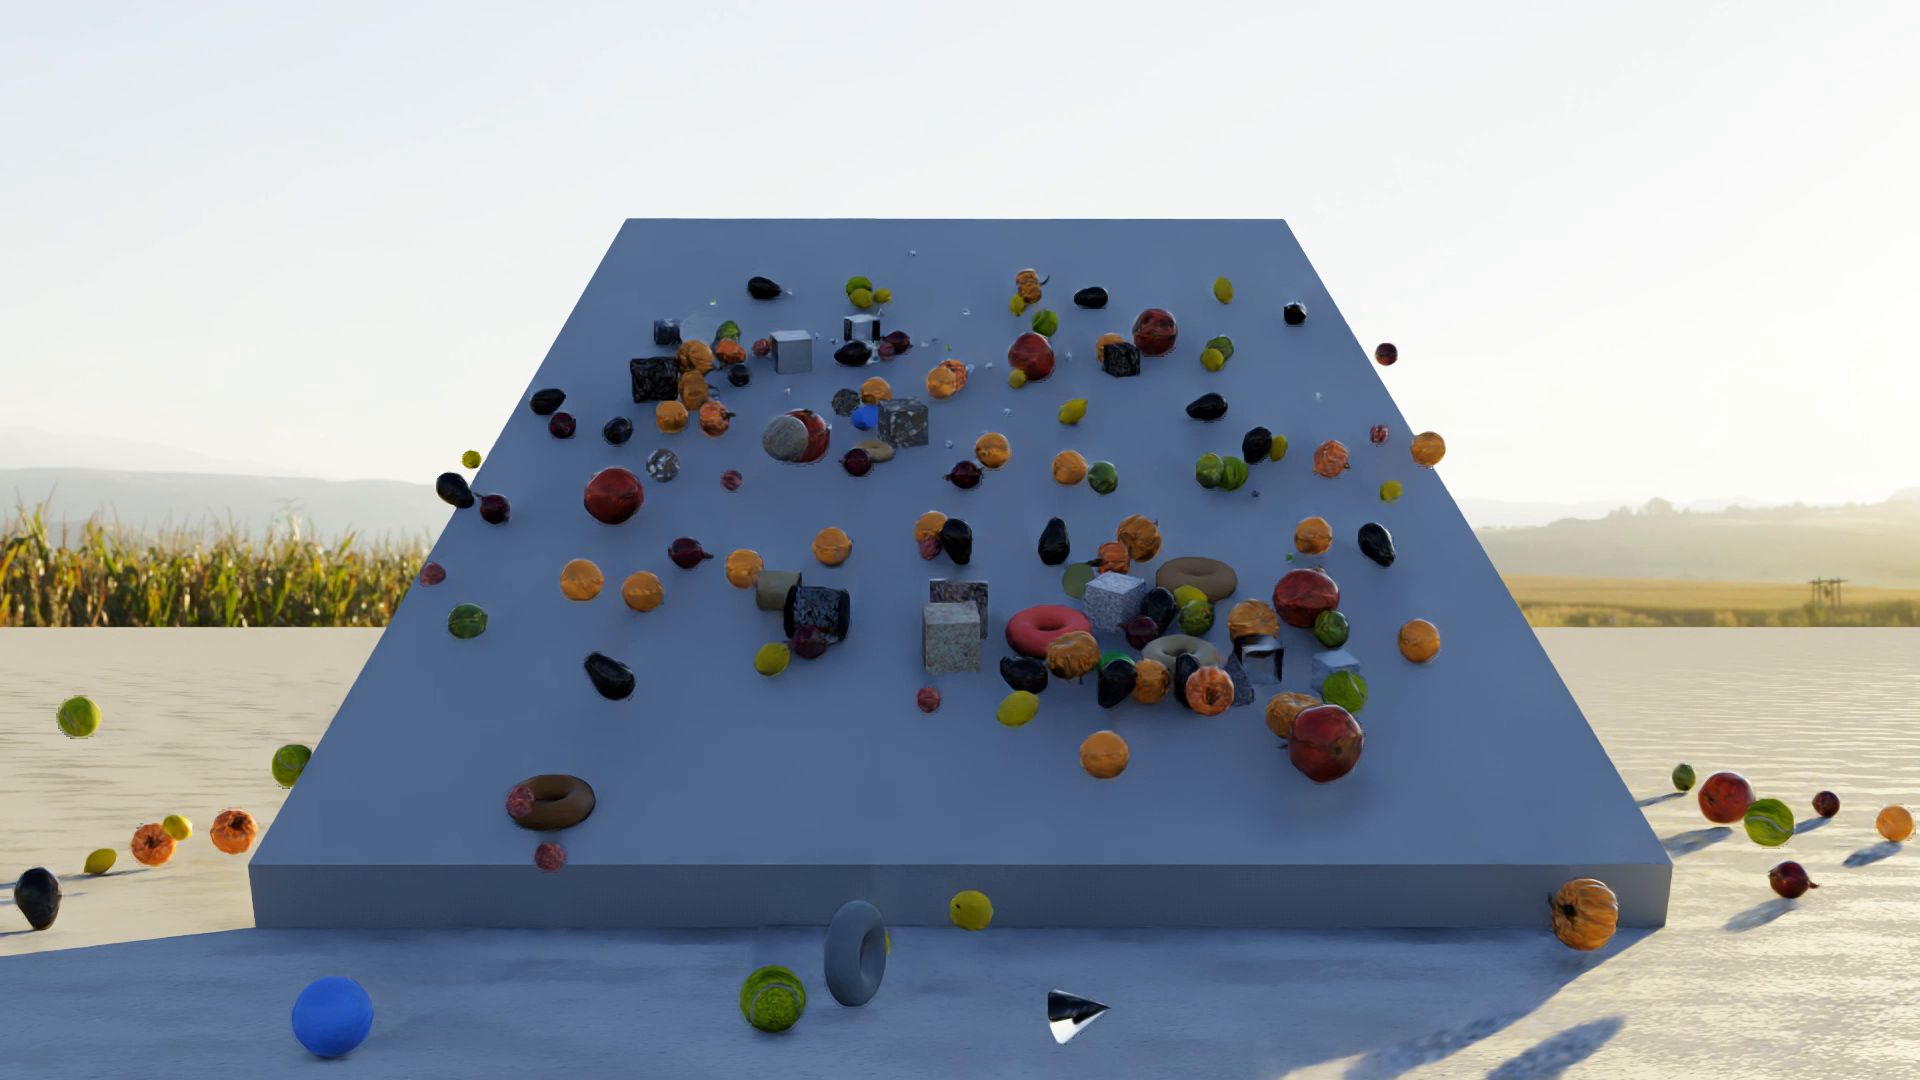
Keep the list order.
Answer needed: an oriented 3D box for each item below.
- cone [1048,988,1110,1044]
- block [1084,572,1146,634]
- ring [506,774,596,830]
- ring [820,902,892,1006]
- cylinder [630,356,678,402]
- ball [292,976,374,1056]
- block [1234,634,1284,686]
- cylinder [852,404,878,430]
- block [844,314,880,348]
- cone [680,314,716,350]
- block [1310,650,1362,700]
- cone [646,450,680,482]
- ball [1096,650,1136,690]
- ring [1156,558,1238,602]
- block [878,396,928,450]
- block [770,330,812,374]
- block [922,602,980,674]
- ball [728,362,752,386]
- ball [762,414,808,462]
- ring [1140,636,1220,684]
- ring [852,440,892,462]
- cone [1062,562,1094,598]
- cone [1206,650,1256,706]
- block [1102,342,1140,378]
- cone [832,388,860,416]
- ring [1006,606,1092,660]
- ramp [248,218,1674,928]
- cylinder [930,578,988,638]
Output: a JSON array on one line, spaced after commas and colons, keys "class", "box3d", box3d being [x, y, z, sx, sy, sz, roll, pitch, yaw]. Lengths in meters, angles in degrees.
[{"class": "cone", "box3d": [0.127, 0.481, 2.330, 0.057, 0.057, 0.057, -14, -7, 21]}, {"class": "block", "box3d": [0.271, 0.110, 3.993, 0.077, 0.077, 0.077, 14, 25, 32]}, {"class": "ring", "box3d": [-0.597, 0.382, 3.329, 0.128, 0.043, 0.128, 1, 22, 0]}, {"class": "ring", "box3d": [-0.116, 0.458, 2.529, 0.039, 0.118, 0.118, 13, 4, 27]}, {"class": "cylinder", "box3d": [-0.696, -0.366, 5.200, 0.099, 0.099, 0.099, -3, -1, -12]}, {"class": "ball", "box3d": [-0.626, 0.475, 2.278, 0.079, 0.079, 0.079, 0, -2, 0]}, {"class": "block", "box3d": [0.493, 0.199, 3.780, 0.064, 0.064, 0.064, -4, 21, -11]}, {"class": "cylinder", "box3d": [-0.203, -0.268, 4.985, 0.051, 0.051, 0.051, 1, -8, -25]}, {"class": "block", "box3d": [-0.244, -0.518, 5.645, 0.064, 0.064, 0.064, -13, 24, -30]}, {"class": "cone", "box3d": [-0.635, -0.506, 5.643, 0.093, 0.093, 0.093, 0, -6, 10]}, {"class": "block", "box3d": [0.615, 0.220, 3.735, 0.058, 0.058, 0.058, -8, 23, -20]}, {"class": "cone", "box3d": [-0.611, -0.150, 4.731, 0.069, 0.069, 0.069, 0, -6, 1]}, {"class": "ball", "box3d": [0.255, 0.214, 3.742, 0.064, 0.064, 0.064, 0, -2, 0]}, {"class": "ring", "box3d": [0.428, 0.072, 4.134, 0.149, 0.050, 0.149, 1, 20, 0]}, {"class": "block", "box3d": [-0.123, -0.252, 4.925, 0.084, 0.084, 0.084, -7, 22, -19]}, {"class": "block", "box3d": [-0.401, -0.447, 5.435, 0.083, 0.083, 0.083, -5, 22, -14]}, {"class": "block", "box3d": [-0.015, 0.164, 3.833, 0.091, 0.091, 0.091, -2, 21, -5]}, {"class": "ball", "box3d": [-0.514, -0.384, 5.307, 0.056, 0.056, 0.056, 0, -2, 0]}, {"class": "ball", "box3d": [-0.348, -0.202, 4.539, 0.094, 0.094, 0.094, 0, -2, 0]}, {"class": "ring", "box3d": [0.367, 0.199, 3.808, 0.134, 0.045, 0.134, -1, 22, 0]}, {"class": "ring", "box3d": [-0.186, -0.187, 4.832, 0.089, 0.030, 0.089, 1, 21, 0]}, {"class": "cone", "box3d": [0.231, 0.078, 4.143, 0.066, 0.066, 0.066, -1, -9, 30]}, {"class": "cone", "box3d": [0.443, 0.216, 3.712, 0.082, 0.082, 0.082, 0, 21, 0]}, {"class": "block", "box3d": [0.383, -0.428, 5.413, 0.064, 0.064, 0.064, -10, 23, -25]}, {"class": "cone", "box3d": [-0.244, -0.303, 5.135, 0.065, 0.065, 0.065, -1, -7, 20]}, {"class": "ring", "box3d": [0.153, 0.158, 3.906, 0.150, 0.050, 0.150, -2, 24, 1]}, {"class": "ramp", "box3d": [-0.006, -0.215, 5.085, 2.000, 0.100, 4.000, 0, 21, 0]}, {"class": "cylinder", "box3d": [-0.002, 0.118, 3.930, 0.100, 0.100, 0.100, 2, -2, -1]}]
